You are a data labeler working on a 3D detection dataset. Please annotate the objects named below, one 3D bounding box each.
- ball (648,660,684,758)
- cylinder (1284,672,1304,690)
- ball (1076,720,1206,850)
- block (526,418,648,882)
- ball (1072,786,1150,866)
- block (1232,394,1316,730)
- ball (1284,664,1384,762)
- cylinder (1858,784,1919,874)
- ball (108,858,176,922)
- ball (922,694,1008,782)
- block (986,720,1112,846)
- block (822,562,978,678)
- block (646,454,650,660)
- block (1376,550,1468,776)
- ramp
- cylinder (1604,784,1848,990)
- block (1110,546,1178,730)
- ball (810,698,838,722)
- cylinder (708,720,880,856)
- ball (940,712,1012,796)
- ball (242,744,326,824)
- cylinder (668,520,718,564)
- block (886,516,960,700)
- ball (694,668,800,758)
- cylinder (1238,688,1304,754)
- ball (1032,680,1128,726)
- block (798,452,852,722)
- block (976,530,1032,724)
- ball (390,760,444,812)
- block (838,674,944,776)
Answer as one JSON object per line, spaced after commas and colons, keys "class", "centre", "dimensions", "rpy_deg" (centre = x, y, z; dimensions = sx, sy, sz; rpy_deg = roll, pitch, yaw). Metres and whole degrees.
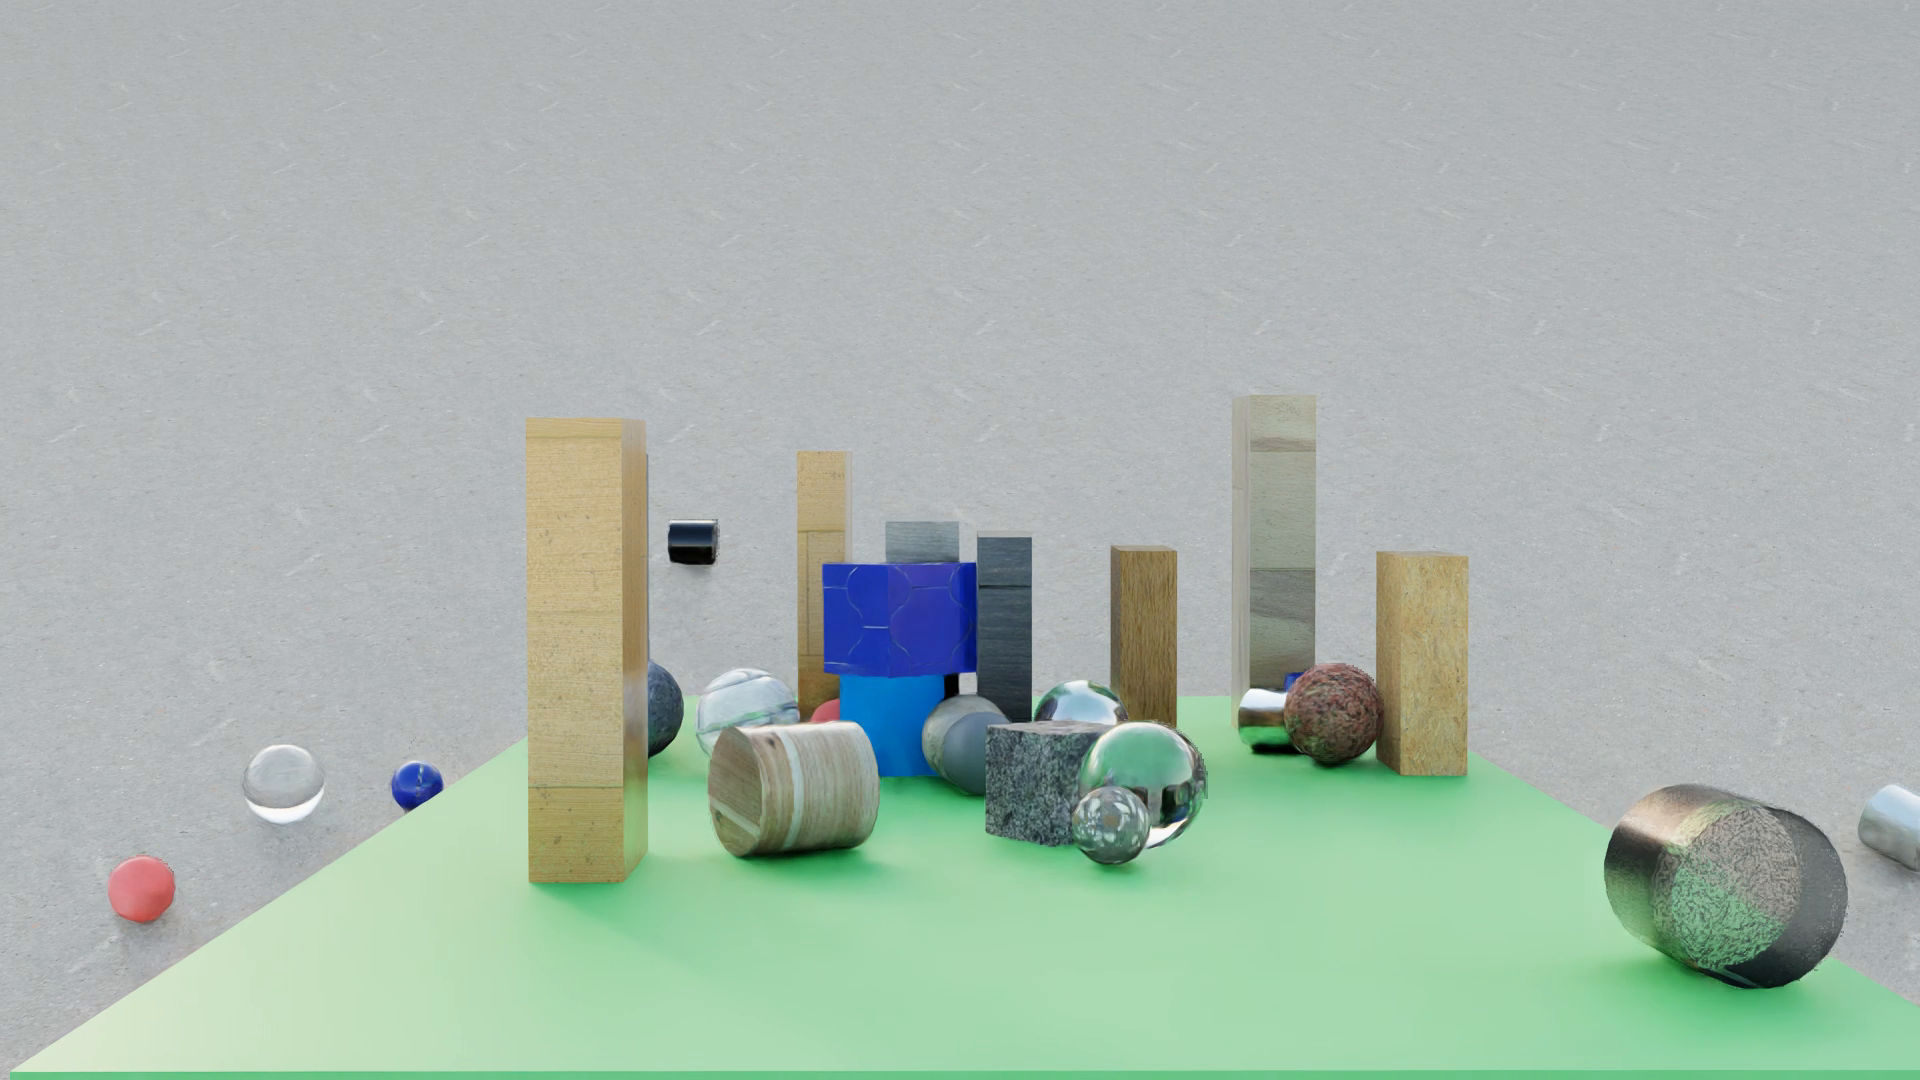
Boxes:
{"class": "ball", "centre": [-0.657, 0.339, 5.162], "dimensions": [0.207, 0.207, 0.207], "rpy_deg": [0, 25, 0]}
{"class": "cylinder", "centre": [0.756, 0.358, 5.410], "dimensions": [0.149, 0.149, 0.149], "rpy_deg": [1, 2, 0]}
{"class": "ball", "centre": [0.282, 0.379, 3.999], "dimensions": [0.200, 0.200, 0.200], "rpy_deg": [0, 25, 0]}
{"class": "block", "centre": [-0.549, 0.153, 3.819], "dimensions": [0.136, 0.664, 0.292], "rpy_deg": [0, 2, 0]}
{"class": "ball", "centre": [0.226, 0.425, 3.839], "dimensions": [0.118, 0.118, 0.118], "rpy_deg": [0, 25, 0]}
{"class": "block", "centre": [0.685, 0.056, 5.655], "dimensions": [0.140, 0.739, 0.361], "rpy_deg": [0, 2, 0]}
{"class": "ball", "centre": [0.742, 0.345, 5.123], "dimensions": [0.197, 0.197, 0.197], "rpy_deg": [0, 25, 0]}
{"class": "cylinder", "centre": [2.203, 0.673, 5.977], "dimensions": [0.160, 0.160, 0.160], "rpy_deg": [-15, 28, -29]}
{"class": "ball", "centre": [-1.831, 0.782, 5.765], "dimensions": [0.144, 0.144, 0.144], "rpy_deg": [0, 25, 0]}
{"class": "ball", "centre": [0.013, 0.370, 4.784], "dimensions": [0.168, 0.168, 0.168], "rpy_deg": [0, 25, 0]}
{"class": "block", "centre": [0.162, 0.388, 4.144], "dimensions": [0.174, 0.174, 0.174], "rpy_deg": [-1, 2, -35]}
{"class": "block", "centre": [-0.115, 0.149, 4.908], "dimensions": [0.208, 0.208, 0.208], "rpy_deg": [-1, 1, -38]}
{"class": "block", "centre": [-0.728, 0.121, 5.580], "dimensions": [0.081, 0.615, 0.243], "rpy_deg": [0, 2, 0]}
{"class": "block", "centre": [0.904, 0.236, 5.056], "dimensions": [0.128, 0.418, 0.290], "rpy_deg": [0, 2, 0]}
{"class": "ramp", "centre": [0.056, 0.512, 4.553], "dimensions": [2.000, 0.100, 4.000], "rpy_deg": [0, 2, 0]}
{"class": "cylinder", "centre": [0.899, 0.405, 3.041], "dimensions": [0.210, 0.210, 0.210], "rpy_deg": [-3, 2, -7]}
{"class": "block", "centre": [0.361, 0.230, 5.091], "dimensions": [0.108, 0.428, 0.318], "rpy_deg": [0, 2, 0]}
{"class": "ball", "centre": [-0.241, 0.381, 5.164], "dimensions": [0.124, 0.124, 0.124], "rpy_deg": [0, 25, 0]}
{"class": "cylinder", "centre": [-0.256, 0.381, 3.964], "dimensions": [0.197, 0.197, 0.197], "rpy_deg": [-1, 22, -29]}
{"class": "ball", "centre": [0.041, 0.384, 4.627], "dimensions": [0.151, 0.151, 0.151], "rpy_deg": [0, 25, 0]}
{"class": "ball", "centre": [-1.612, 0.581, 6.143], "dimensions": [0.191, 0.191, 0.191], "rpy_deg": [0, 25, 0]}
{"class": "cylinder", "centre": [-0.772, 0.007, 7.458], "dimensions": [0.125, 0.125, 0.125], "rpy_deg": [1, 25, 2]}
{"class": "block", "centre": [-0.075, 0.196, 5.329], "dimensions": [0.146, 0.480, 0.434], "rpy_deg": [0, 2, 0]}
{"class": "ball", "centre": [-0.408, 0.347, 4.946], "dimensions": [0.204, 0.204, 0.204], "rpy_deg": [0, 25, 0]}
{"class": "cylinder", "centre": [0.662, 0.372, 5.307], "dimensions": [0.129, 0.129, 0.129], "rpy_deg": [1, 20, 39]}
{"class": "ball", "centre": [0.228, 0.357, 4.887], "dimensions": [0.185, 0.185, 0.185], "rpy_deg": [0, 25, 0]}
{"class": "block", "centre": [-0.281, 0.124, 5.410], "dimensions": [0.096, 0.620, 0.385], "rpy_deg": [0, 2, 0]}
{"class": "block", "centre": [0.085, 0.216, 5.071], "dimensions": [0.101, 0.457, 0.421], "rpy_deg": [0, 2, 0]}
{"class": "ball", "centre": [-1.306, 0.592, 6.201], "dimensions": [0.125, 0.125, 0.125], "rpy_deg": [0, 25, 0]}
{"class": "block", "centre": [-0.134, 0.349, 5.012], "dimensions": [0.195, 0.195, 0.195], "rpy_deg": [0, 2, -5]}
